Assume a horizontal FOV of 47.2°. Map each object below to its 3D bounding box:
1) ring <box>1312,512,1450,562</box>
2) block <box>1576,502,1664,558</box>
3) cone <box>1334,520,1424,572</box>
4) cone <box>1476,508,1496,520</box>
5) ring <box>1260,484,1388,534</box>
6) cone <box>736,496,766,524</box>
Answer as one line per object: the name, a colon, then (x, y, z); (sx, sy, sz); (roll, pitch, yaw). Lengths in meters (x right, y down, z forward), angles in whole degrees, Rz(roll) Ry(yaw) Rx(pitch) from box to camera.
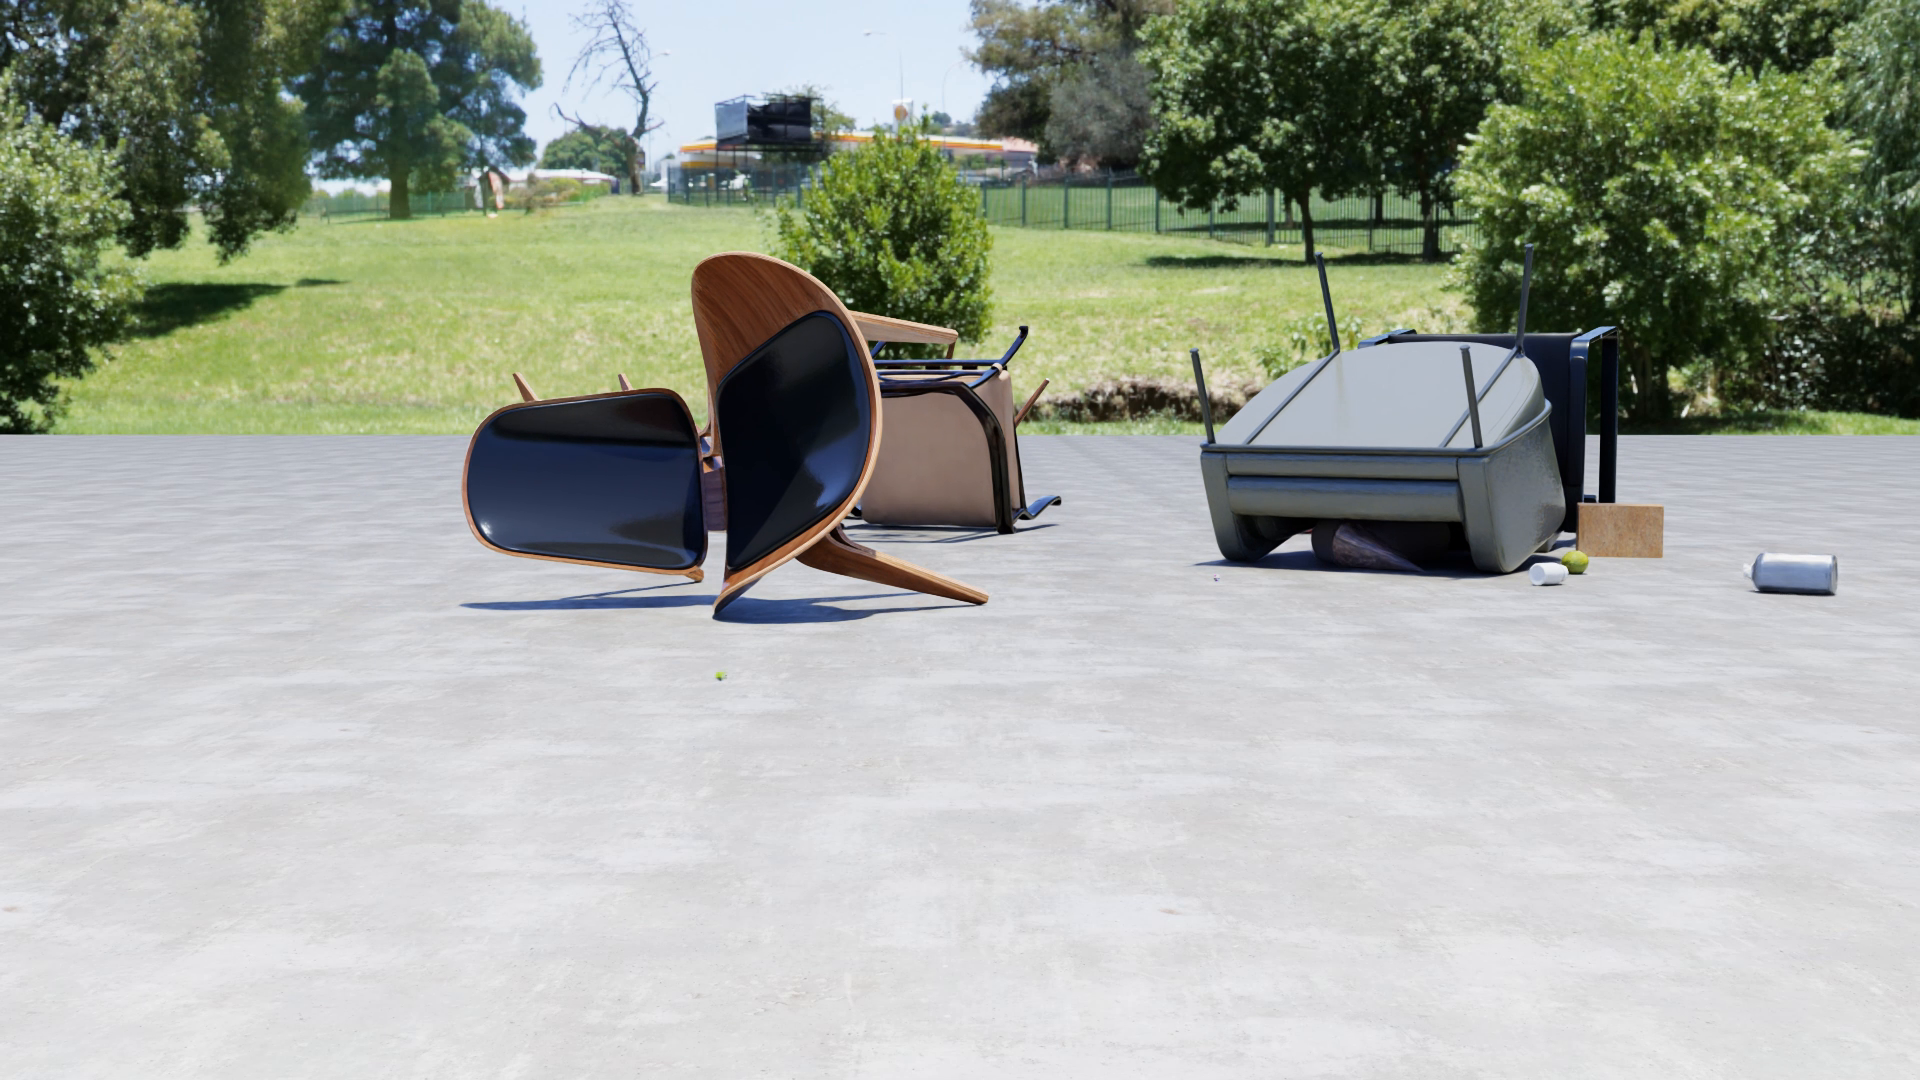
ring: (1.103, -0.006, 5.761); (0.419, 0.122, 0.314); (-4, 5, -40)
block: (1.777, -0.027, 5.929); (0.216, 0.138, 0.141); (1, 4, 13)
cone: (1.059, 0.044, 5.445); (0.224, 0.119, 0.176); (24, -5, 37)
cone: (1.792, -0.076, 7.490); (0.068, 0.050, 0.047); (4, 33, 14)
ring: (1.153, -0.099, 6.970); (0.413, 0.142, 0.399); (-1, 5, -31)
cone: (-0.680, -0.079, 7.380); (0.149, 0.108, 0.070); (-16, -49, 44)
